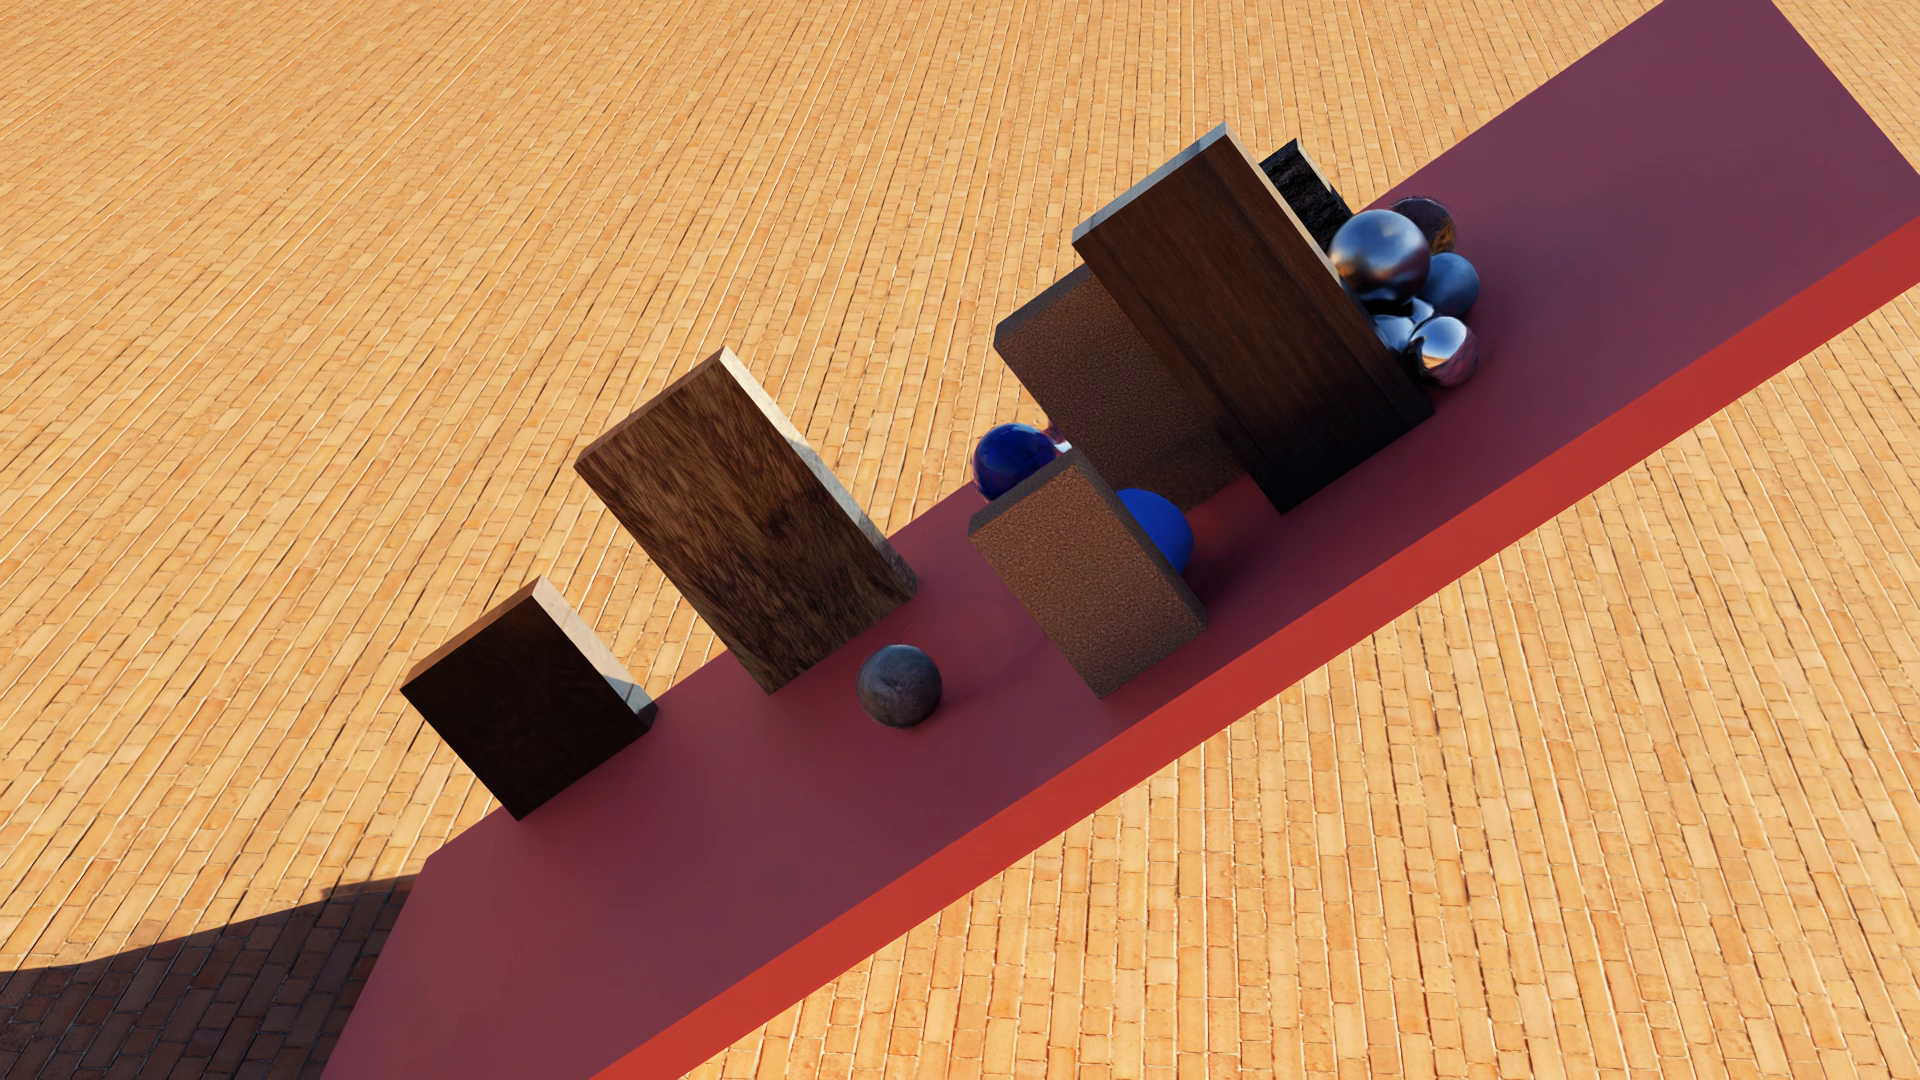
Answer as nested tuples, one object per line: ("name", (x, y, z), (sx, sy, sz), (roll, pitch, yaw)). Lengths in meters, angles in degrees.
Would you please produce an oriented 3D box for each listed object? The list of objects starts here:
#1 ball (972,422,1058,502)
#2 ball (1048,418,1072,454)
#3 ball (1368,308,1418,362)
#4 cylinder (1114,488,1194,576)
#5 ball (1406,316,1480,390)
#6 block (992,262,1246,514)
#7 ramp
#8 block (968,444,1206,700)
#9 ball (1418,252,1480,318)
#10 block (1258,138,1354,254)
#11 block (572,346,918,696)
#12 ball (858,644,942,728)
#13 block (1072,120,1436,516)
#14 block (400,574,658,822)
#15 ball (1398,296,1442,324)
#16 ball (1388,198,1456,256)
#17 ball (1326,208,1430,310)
("ball", (0.126, -0.170, 6.742), (0.201, 0.201, 0.201), (0, 23, 0))
("ball", (0.280, -0.265, 6.728), (0.162, 0.162, 0.162), (0, 23, 0))
("ball", (0.819, -0.357, 5.711), (0.186, 0.186, 0.186), (0, 23, 0))
("cylinder", (0.322, 0.045, 5.682), (0.208, 0.208, 0.208), (8, 37, 19))
("ball", (0.914, -0.356, 5.578), (0.139, 0.139, 0.139), (0, 23, 0))
("block", (0.396, -0.336, 5.992), (0.423, 0.521, 0.138), (-34, 16, 17))
("ramp", (0.128, 0.180, 6.324), (4.000, 0.100, 2.000), (-34, 16, 17))
("block", (0.237, 0.062, 5.454), (0.245, 0.408, 0.099), (-34, 16, 17))
("ball", (0.973, -0.508, 5.884), (0.133, 0.133, 0.133), (0, 23, 0))
("block", (0.693, -0.569, 6.150), (0.329, 0.423, 0.099), (-34, 16, 17))
("block", (-0.492, -0.039, 6.820), (0.439, 0.718, 0.105), (-34, 16, 17))
("ball", (-0.123, 0.300, 6.050), (0.172, 0.172, 0.172), (0, 23, 0))
("block", (0.555, -0.413, 5.554), (0.353, 0.675, 0.096), (-34, 16, 17))
("block", (-1.087, 0.401, 7.434), (0.445, 0.458, 0.133), (-34, 16, 17))
("ball", (0.897, -0.421, 5.829), (0.124, 0.124, 0.124), (0, 23, 0))
("ball", (0.963, -0.638, 6.204), (0.168, 0.168, 0.168), (0, 23, 0))
("ball", (0.819, -0.546, 5.758), (0.204, 0.204, 0.204), (0, 23, 0))
